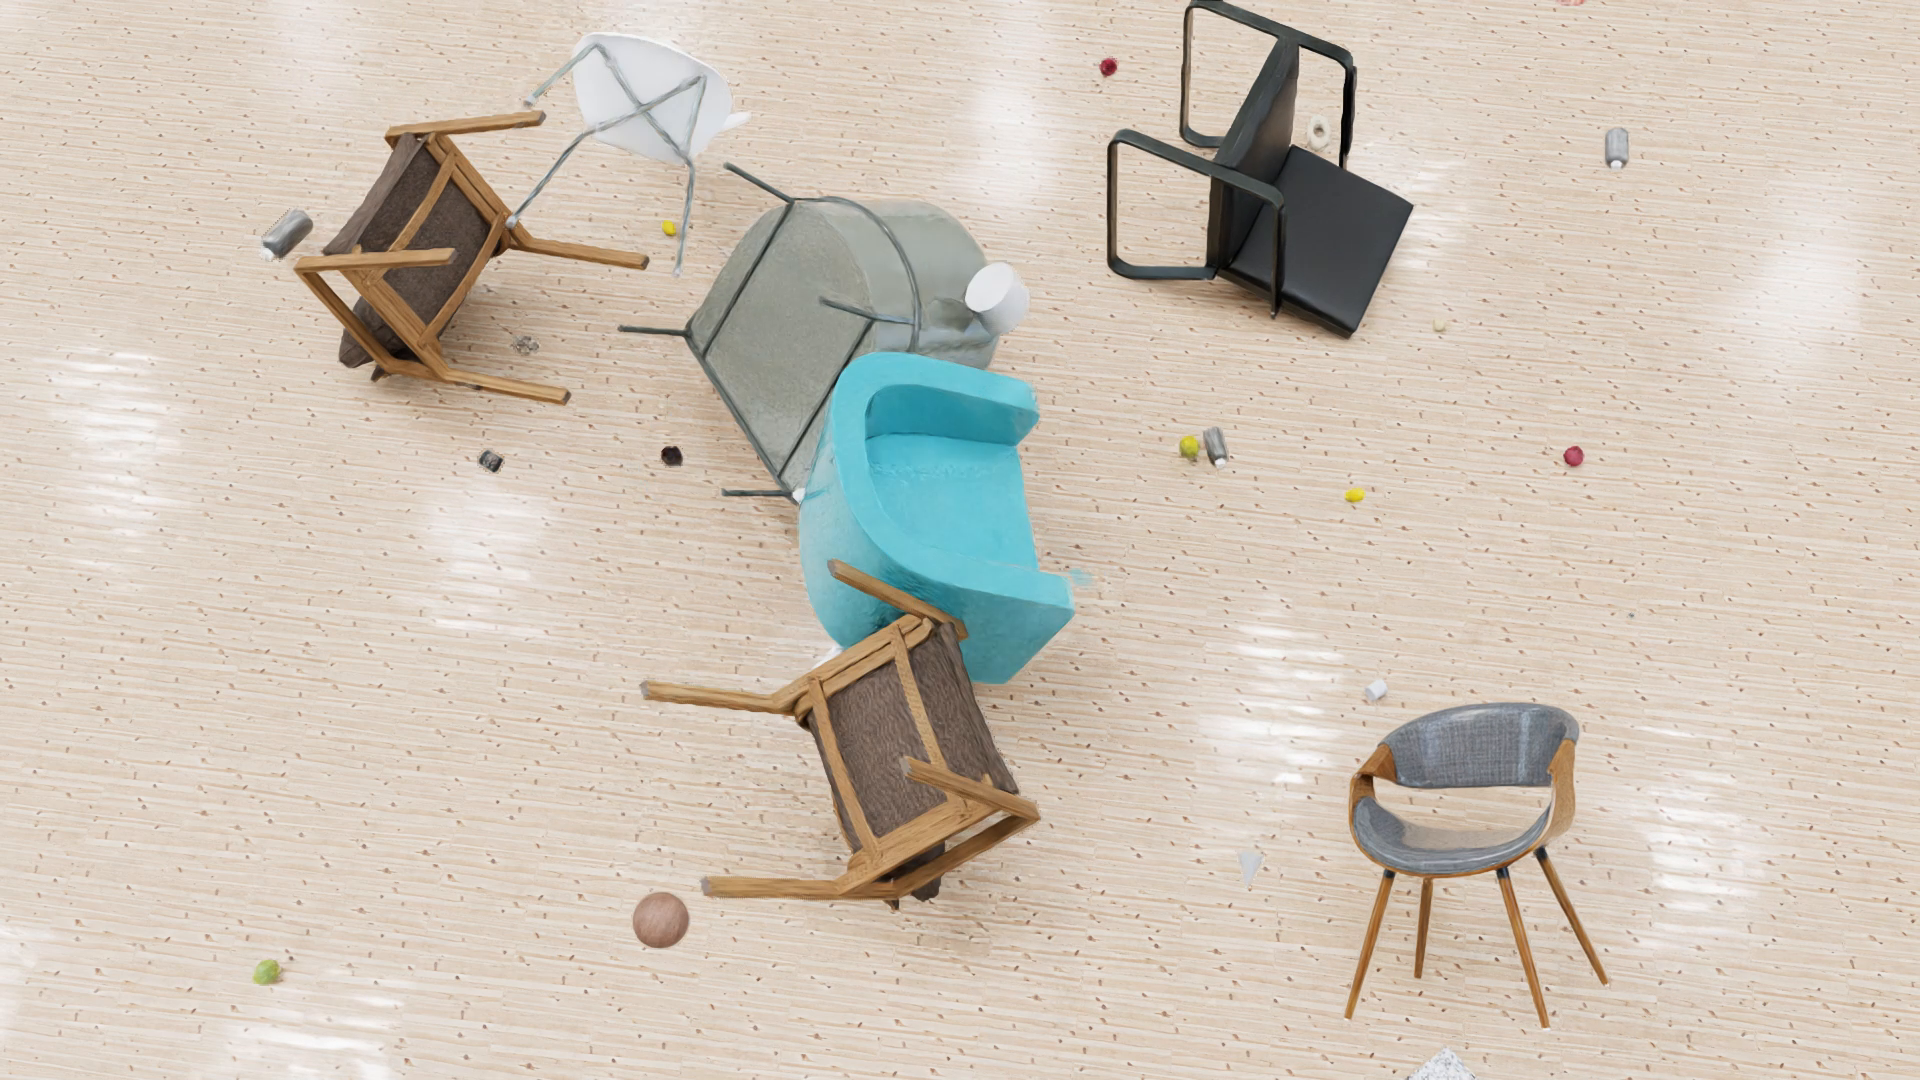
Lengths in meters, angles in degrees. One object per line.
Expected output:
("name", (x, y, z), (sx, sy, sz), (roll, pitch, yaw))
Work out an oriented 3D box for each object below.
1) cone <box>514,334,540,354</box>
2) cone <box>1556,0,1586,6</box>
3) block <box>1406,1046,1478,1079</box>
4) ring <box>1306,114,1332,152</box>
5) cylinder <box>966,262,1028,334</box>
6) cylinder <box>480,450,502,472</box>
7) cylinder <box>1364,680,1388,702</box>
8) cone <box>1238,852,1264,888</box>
("cone", (-1.351, -0.591, 6.786), (0.082, 0.113, 0.056), (22, 73, -22))
("cone", (1.826, -1.761, 6.685), (0.206, 0.212, 0.203), (-11, 39, -19))
("block", (1.173, 1.409, 5.533), (0.221, 0.158, 0.117), (-32, 62, -20))
("ring", (1.220, -1.383, 7.479), (0.085, 0.040, 0.166), (5, 56, 5))
("cylinder", (0.106, -0.688, 6.263), (0.125, 0.134, 0.166), (31, 81, 31))
("cylinder", (-1.202, -0.202, 5.633), (0.040, 0.043, 0.044), (31, 48, 13))
("cylinder", (1.184, 0.428, 6.257), (0.046, 0.049, 0.045), (-31, 56, -17))
("cone", (0.781, 0.894, 5.941), (0.071, 0.064, 0.093), (7, 92, 21))
